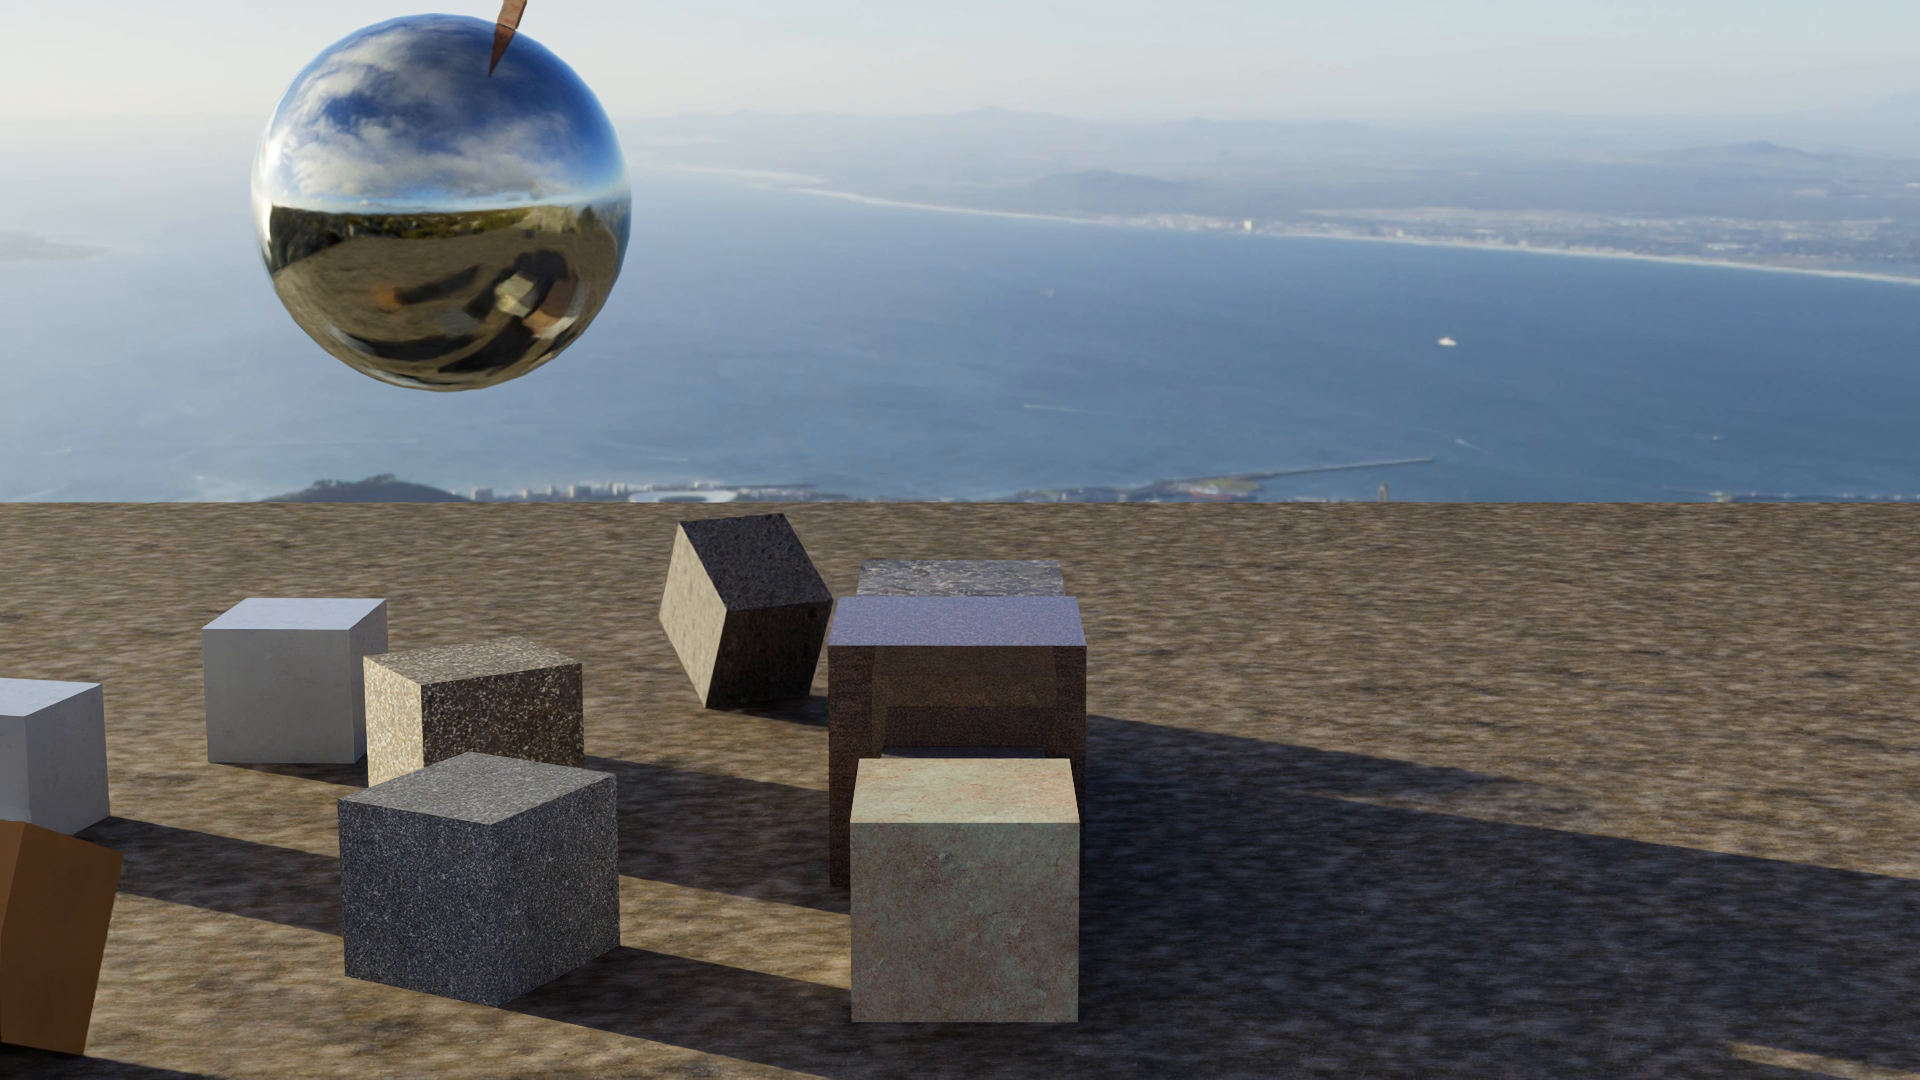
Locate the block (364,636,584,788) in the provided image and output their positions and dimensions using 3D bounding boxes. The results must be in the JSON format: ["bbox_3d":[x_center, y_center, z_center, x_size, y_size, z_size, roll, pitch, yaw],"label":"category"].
[{"bbox_3d":[-2.336,0.937,12.342,0.812,0.741,0.714,-7,12,-33],"label":"block"}]

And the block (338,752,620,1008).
[{"bbox_3d":[-1.904,1.331,10.225,0.747,0.723,0.807,5,12,27],"label":"block"}]

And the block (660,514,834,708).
[{"bbox_3d":[-1.226,0.394,14.591,0.640,0.713,0.784,-5,41,-27],"label":"block"}]

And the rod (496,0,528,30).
[{"bbox_3d":[-0.953,-4.542,10.355,0.080,5.200,0.080,21,10,-4],"label":"rod"}]

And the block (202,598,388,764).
[{"bbox_3d":[-3.491,0.733,13.558,0.760,0.706,0.782,0,10,1],"label":"block"}]

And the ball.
[{"bbox_3d":[-2.198,-1.429,10.920,1.600,1.600,1.600,0,10,0],"label":"ball"}]

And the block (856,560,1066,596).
[{"bbox_3d":[0.004,0.715,12.674,0.998,1.058,1.034,0,10,0],"label":"block"}]

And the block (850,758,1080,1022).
[{"bbox_3d":[0.018,1.346,9.993,0.850,0.776,0.899,0,10,0],"label":"block"}]

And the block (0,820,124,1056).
[{"bbox_3d":[-3.561,1.405,9.187,0.730,0.742,0.638,3,-16,15],"label":"block"}]

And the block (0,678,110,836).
[{"bbox_3d":[-4.521,1.043,12.014,0.770,0.650,0.647,2,11,13],"label":"block"}]

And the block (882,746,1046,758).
[{"bbox_3d":[0.014,1.270,10.805,0.698,0.634,0.708,0,10,0],"label":"block"}]

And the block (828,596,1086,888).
[{"bbox_3d":[-0.012,0.892,11.637,1.113,1.082,1.047,0,10,0],"label":"block"}]
